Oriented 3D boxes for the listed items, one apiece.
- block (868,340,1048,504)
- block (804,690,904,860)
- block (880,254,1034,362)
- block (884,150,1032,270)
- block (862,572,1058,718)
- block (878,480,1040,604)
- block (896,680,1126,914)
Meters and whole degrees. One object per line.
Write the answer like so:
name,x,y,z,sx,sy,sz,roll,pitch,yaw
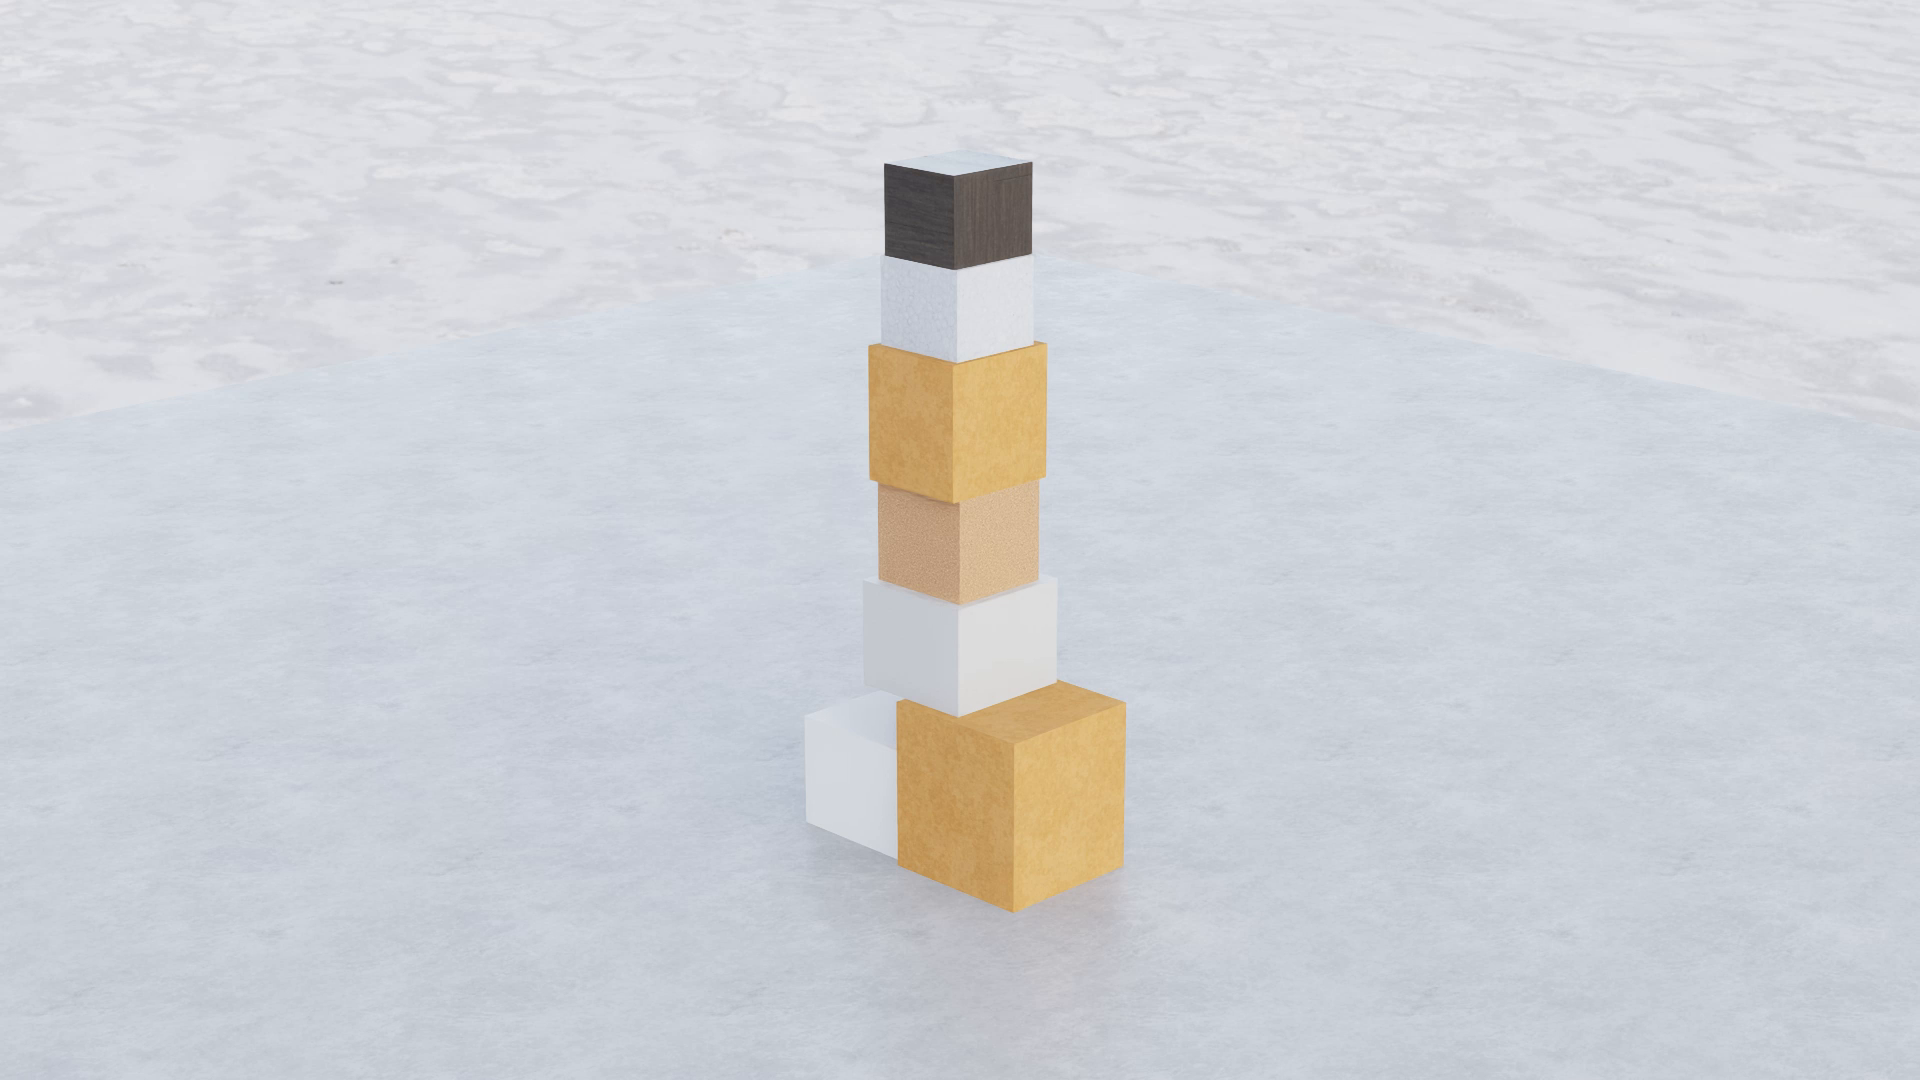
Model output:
block,-0.009,-0.575,13.152,0.595,0.621,0.535,-17,24,-42
block,-0.277,1.095,13.955,0.631,0.543,0.670,-17,24,-42
block,-0.012,-1.064,12.995,0.479,0.406,0.479,-17,24,-42
block,-0.007,-1.455,12.877,0.487,0.411,0.432,-17,24,-42
block,0.001,0.420,13.475,0.644,0.506,0.618,-17,24,-42
block,-0.006,-0.050,13.319,0.509,0.482,0.525,-17,24,-42
block,0.233,1.121,13.434,0.732,0.807,0.744,-17,24,-42
